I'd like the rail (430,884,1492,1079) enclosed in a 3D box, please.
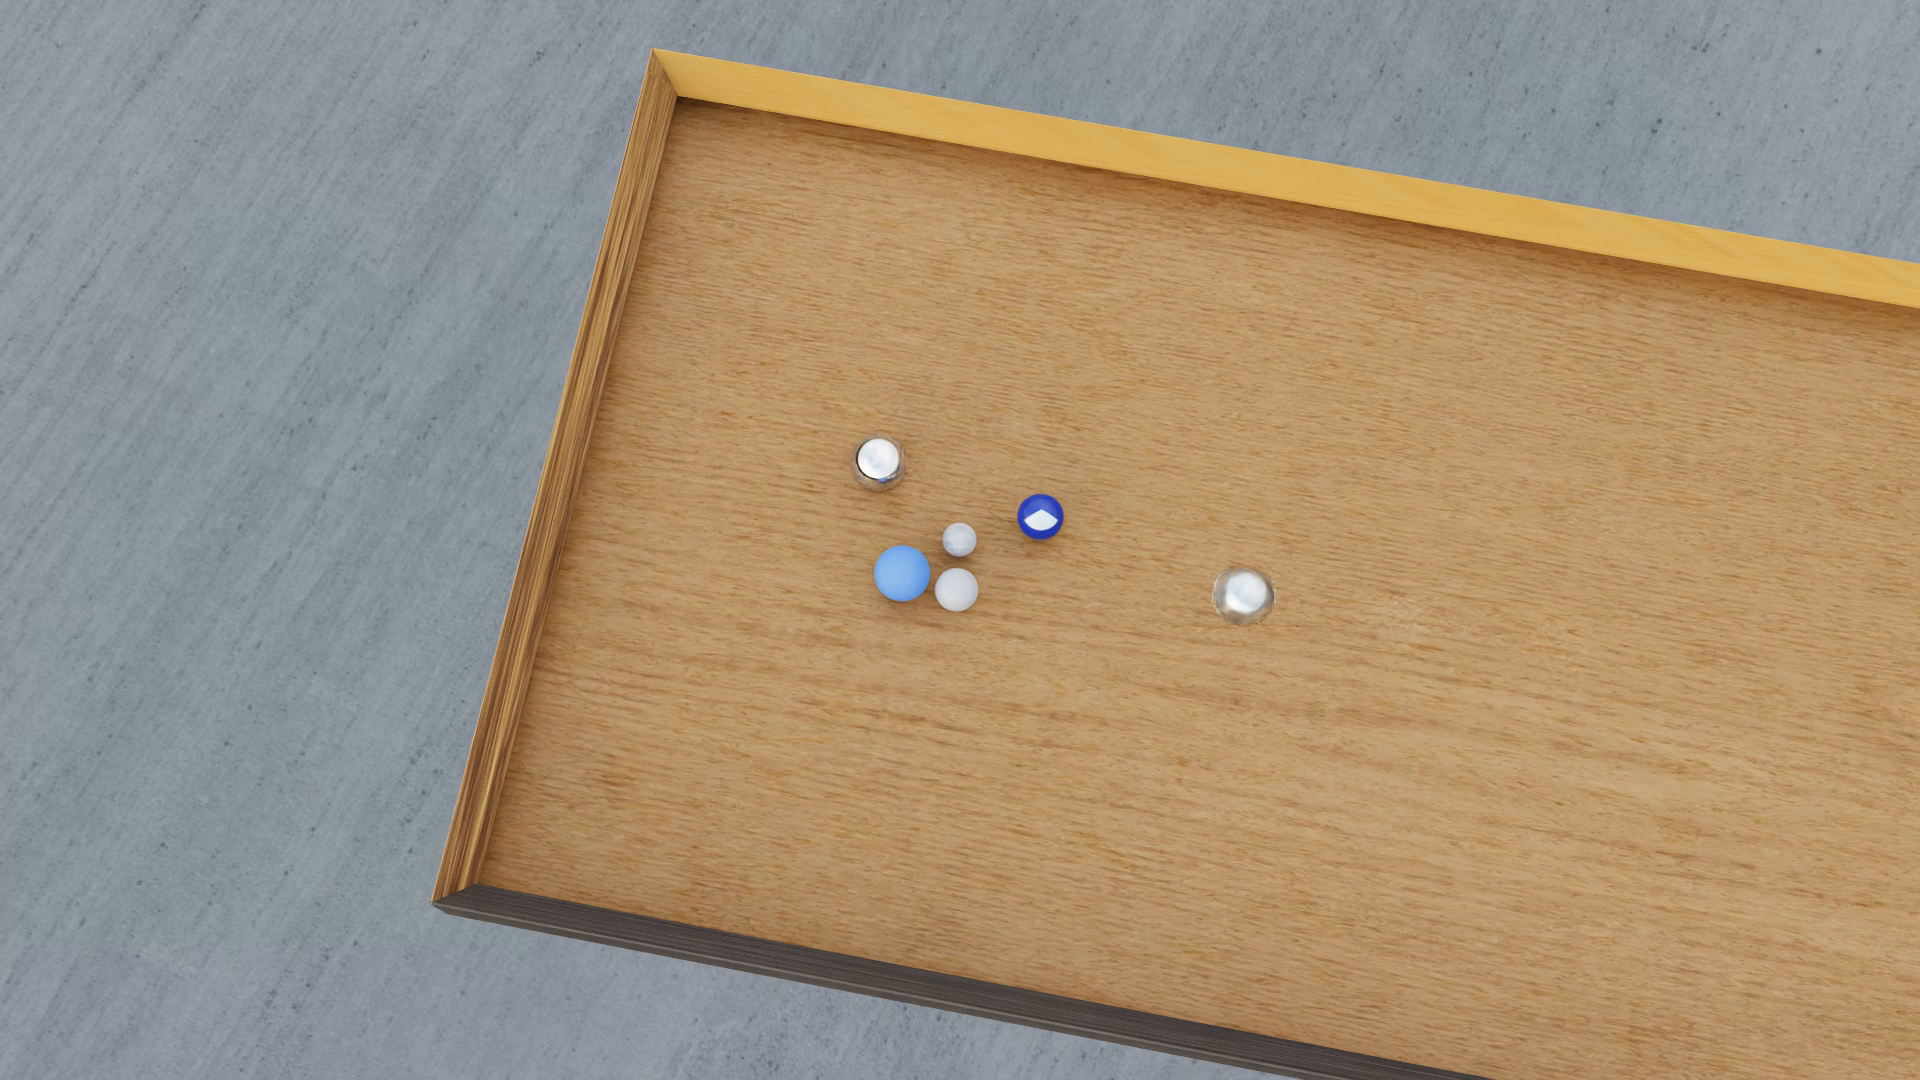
[{"bbox_3d":[0.501,0.741,3.130,2.551,0.116,0.045,10,73,3],"label":"rail"}]

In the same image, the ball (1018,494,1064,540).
[{"bbox_3d":[0.124,-0.036,3.391,0.072,0.072,0.072,0,73,0],"label":"ball"}]

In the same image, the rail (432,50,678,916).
[{"bbox_3d":[-0.603,-0.116,3.392,0.045,0.116,1.396,10,73,3],"label":"rail"}]

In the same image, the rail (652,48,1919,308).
[{"bbox_3d":[0.752,-0.527,3.517,2.551,0.116,0.045,10,73,3],"label":"rail"}]

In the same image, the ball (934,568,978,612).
[{"bbox_3d":[-0.005,0.076,3.360,0.067,0.067,0.067,0,73,0],"label":"ball"}]

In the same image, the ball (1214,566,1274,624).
[{"bbox_3d":[0.433,0.085,3.346,0.089,0.089,0.089,0,73,0],"label":"ball"}]

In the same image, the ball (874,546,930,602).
[{"bbox_3d":[-0.088,0.051,3.357,0.086,0.086,0.086,0,73,0],"label":"ball"}]

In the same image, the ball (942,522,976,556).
[{"bbox_3d":[-0.001,-0.001,3.390,0.053,0.053,0.053,0,73,0],"label":"ball"}]

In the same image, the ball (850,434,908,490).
[{"bbox_3d":[-0.126,-0.121,3.408,0.089,0.089,0.089,0,73,0],"label":"ball"}]
